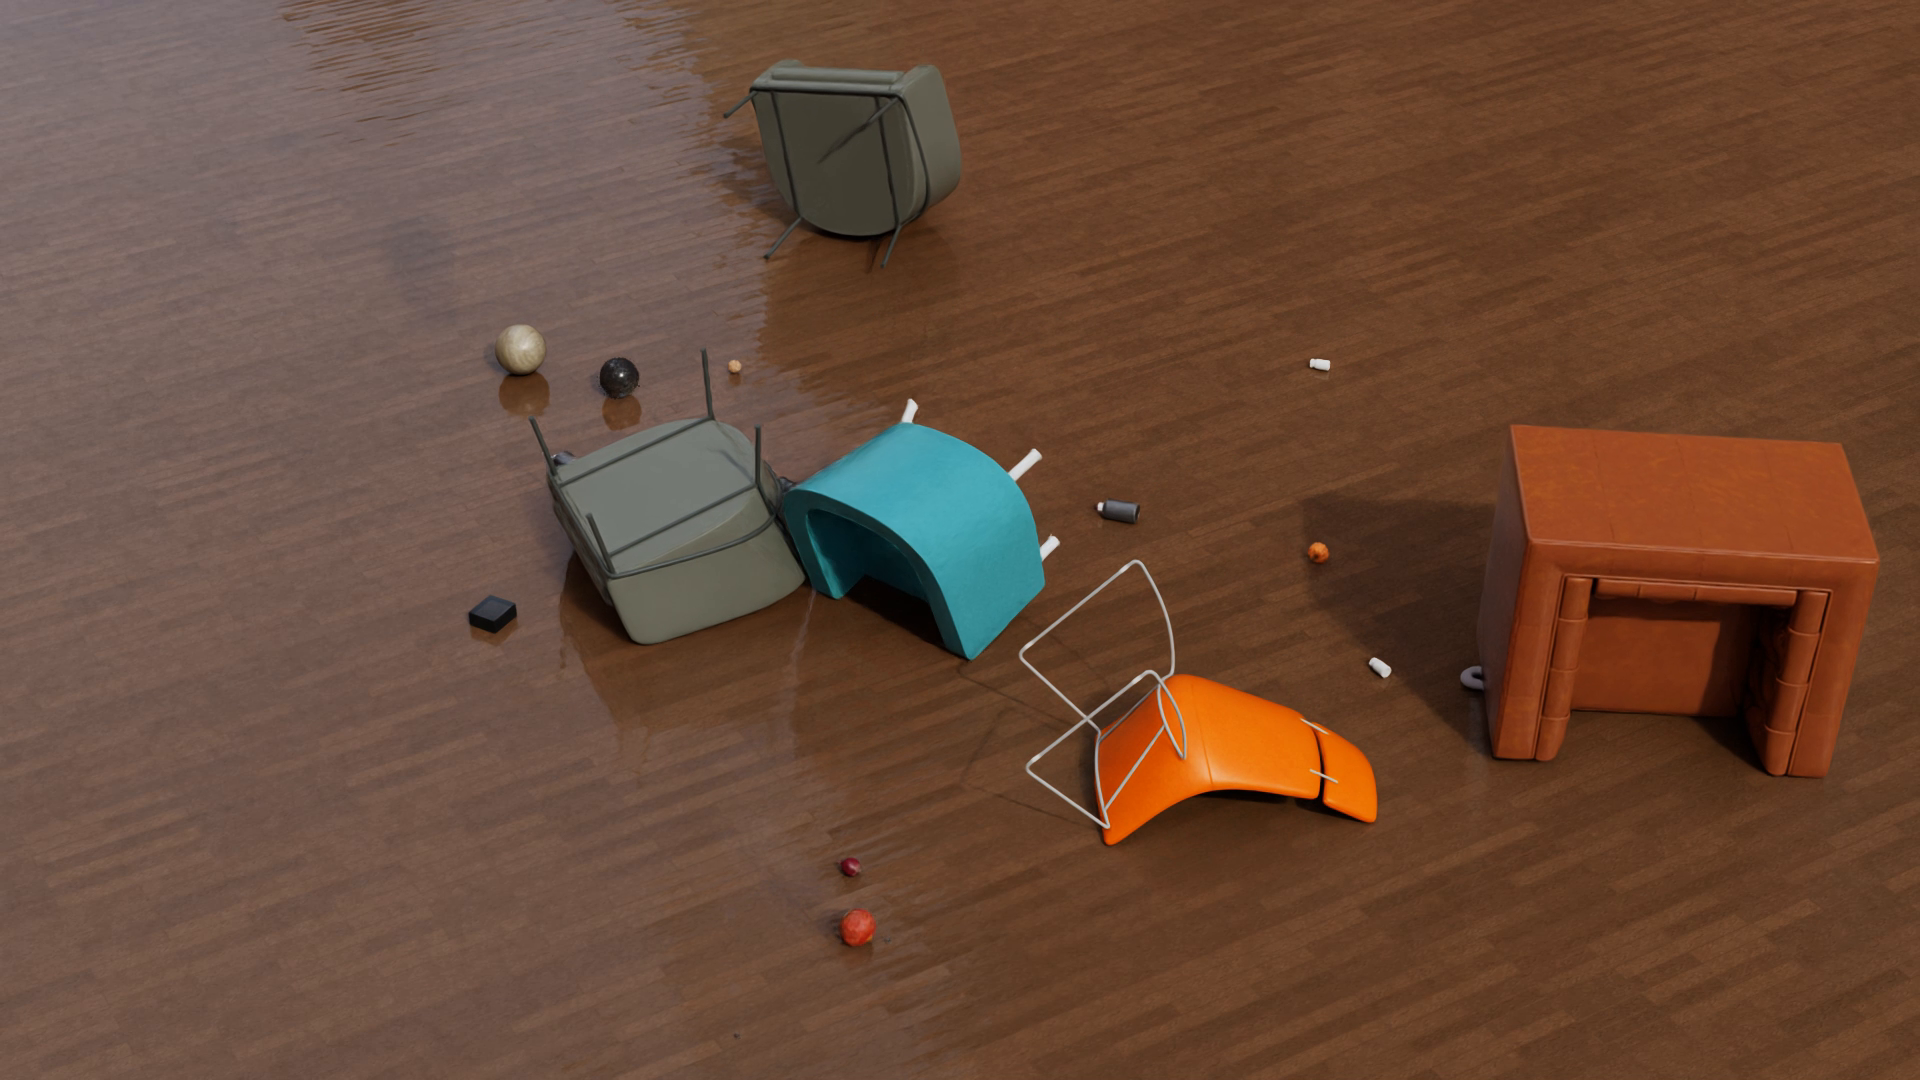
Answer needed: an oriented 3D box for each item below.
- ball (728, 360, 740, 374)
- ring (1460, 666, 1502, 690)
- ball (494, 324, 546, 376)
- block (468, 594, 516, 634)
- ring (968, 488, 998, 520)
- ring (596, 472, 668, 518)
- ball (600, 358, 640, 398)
[{"bbox_3d":[-0.921,-0.708,11.969,0.054,0.054,0.054,0,33,0],"label":"ball"},{"bbox_3d":[1.809,0.479,10.185,0.150,0.036,0.116,-9,36,-17],"label":"ring"},{"bbox_3d":[-1.788,-0.775,11.932,0.209,0.209,0.209,0,33,0],"label":"ball"},{"bbox_3d":[-1.672,0.265,10.492,0.112,0.055,0.128,17,37,24],"label":"block"},{"bbox_3d":[0.089,-0.140,11.112,0.112,0.049,0.196,2,33,1],"label":"ring"},{"bbox_3d":[-1.250,-0.173,11.150,0.275,0.062,0.295,-2,33,-4],"label":"ring"},{"bbox_3d":[-1.371,-0.655,11.793,0.160,0.160,0.160,0,33,0],"label":"ball"}]
